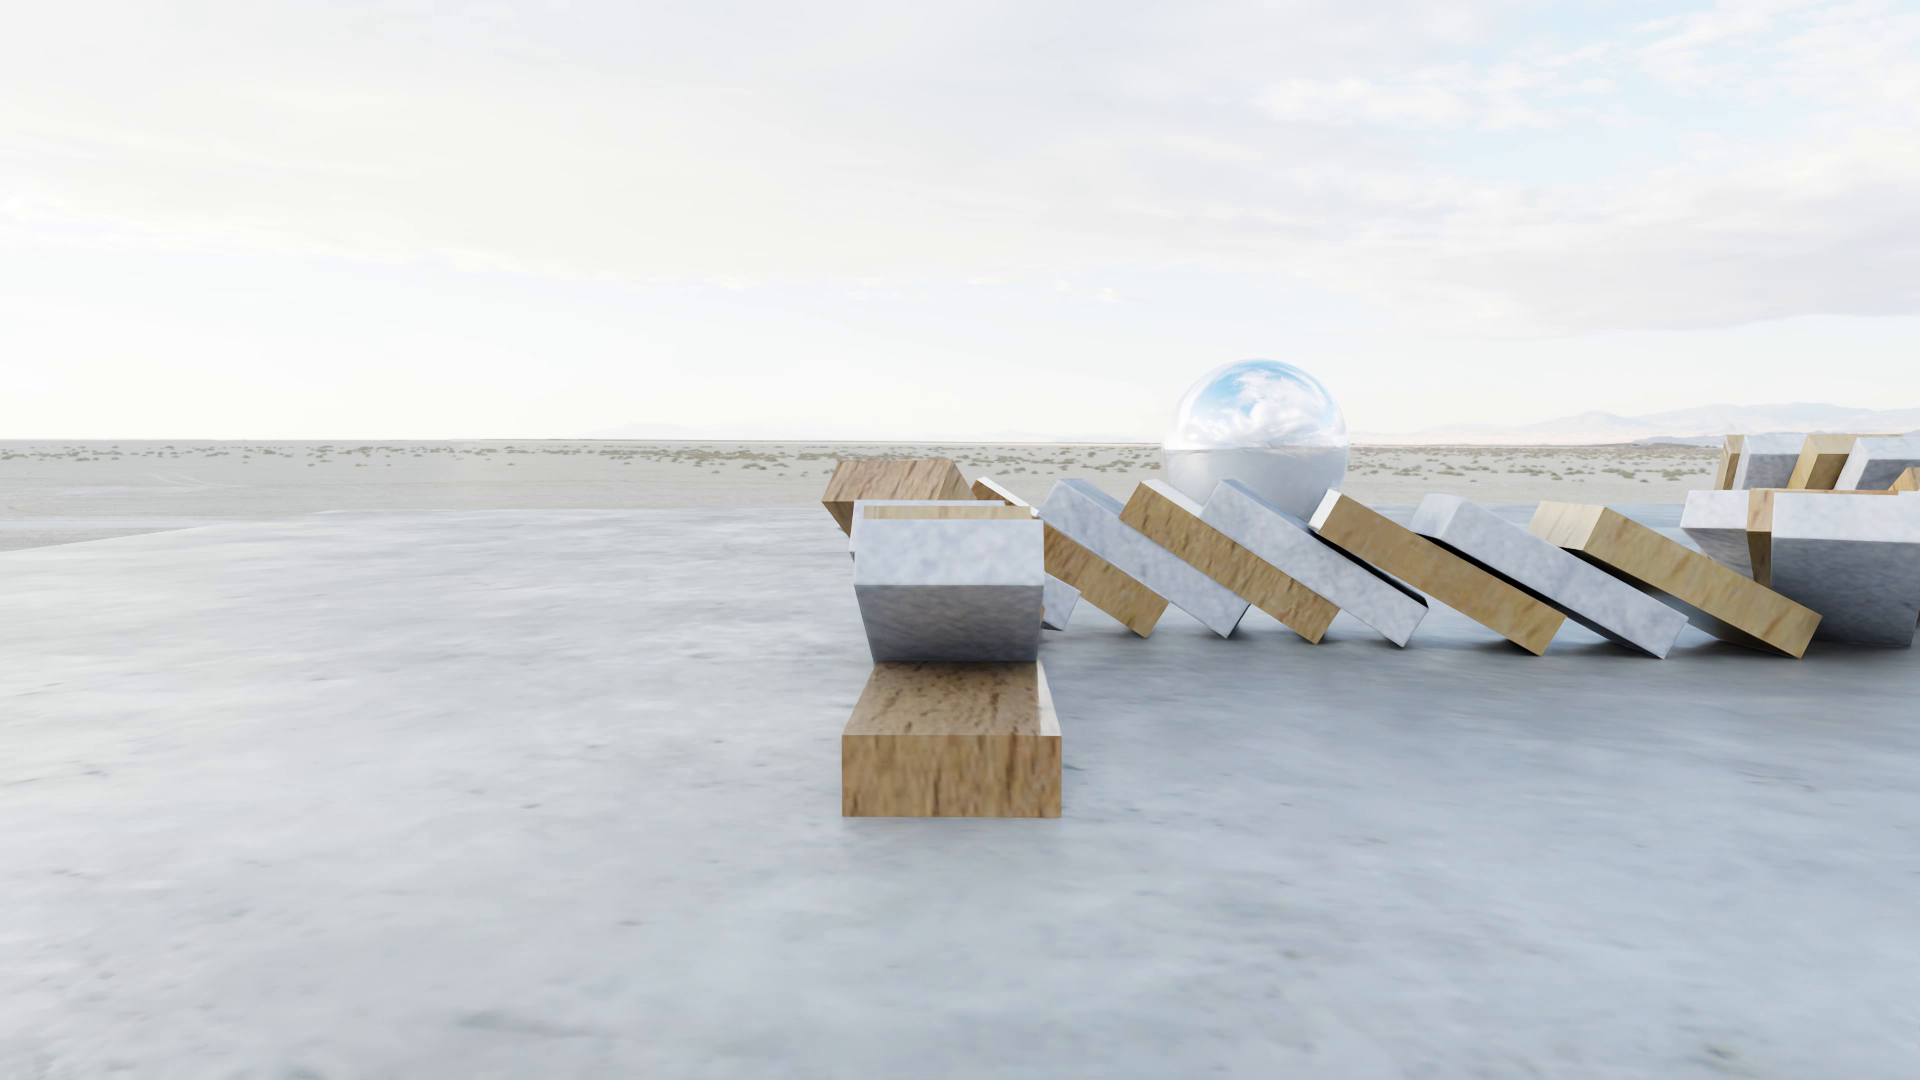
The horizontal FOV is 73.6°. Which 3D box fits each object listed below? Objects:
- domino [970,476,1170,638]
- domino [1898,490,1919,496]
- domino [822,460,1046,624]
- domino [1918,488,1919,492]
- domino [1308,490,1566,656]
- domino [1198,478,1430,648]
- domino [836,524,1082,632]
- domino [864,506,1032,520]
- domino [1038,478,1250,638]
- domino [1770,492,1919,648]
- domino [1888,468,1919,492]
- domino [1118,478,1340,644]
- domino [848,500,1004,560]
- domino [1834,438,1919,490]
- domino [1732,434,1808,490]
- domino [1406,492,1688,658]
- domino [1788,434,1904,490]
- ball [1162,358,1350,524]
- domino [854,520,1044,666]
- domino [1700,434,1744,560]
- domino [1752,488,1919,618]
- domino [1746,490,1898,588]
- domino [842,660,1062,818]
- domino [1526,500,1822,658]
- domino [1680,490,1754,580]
[{"bbox_3d":[0.023,0.003,0.294,0.050,0.010,0.025,33,6,2],"label":"domino"},{"bbox_3d":[0.237,0.003,0.313,0.050,0.010,0.025,32,-18,-38],"label":"domino"},{"bbox_3d":[-0.004,0.004,0.255,0.025,0.010,0.050,1,-35,29],"label":"domino"},{"bbox_3d":[0.265,-0.001,0.343,0.025,0.009,0.050,1,-30,13],"label":"domino"},{"bbox_3d":[0.099,0.006,0.271,0.050,0.009,0.025,30,9,7],"label":"domino"},{"bbox_3d":[0.077,0.004,0.282,0.050,0.010,0.025,34,13,13],"label":"domino"},{"bbox_3d":[-0.001,0.004,0.281,0.050,0.010,0.025,28,-9,-14],"label":"domino"},{"bbox_3d":[-0.001,0.010,0.212,0.025,0.009,0.050,0,-26,2],"label":"domino"},{"bbox_3d":[0.044,0.003,0.295,0.050,0.010,0.025,34,12,13],"label":"domino"},{"bbox_3d":[0.178,0.007,0.258,0.025,0.010,0.050,3,-24,33],"label":"domino"},{"bbox_3d":[0.269,-0.003,0.360,0.025,0.010,0.050,1,-30,11],"label":"domino"},{"bbox_3d":[0.061,0.004,0.288,0.050,0.010,0.025,34,13,12],"label":"domino"},{"bbox_3d":[-0.003,0.009,0.233,0.025,0.009,0.050,1,-26,8],"label":"domino"},{"bbox_3d":[0.270,-0.008,0.377,0.025,0.050,0.010,1,45,11],"label":"domino"},{"bbox_3d":[0.259,-0.011,0.406,0.025,0.050,0.010,1,42,19],"label":"domino"},{"bbox_3d":[0.120,0.007,0.266,0.050,0.009,0.025,29,6,2],"label":"domino"},{"bbox_3d":[0.266,-0.009,0.391,0.025,0.050,0.010,1,42,11],"label":"domino"},{"bbox_3d":[0.130,-0.040,0.565,0.080,0.080,0.080,0,4,0],"label":"ball"},{"bbox_3d":[-0.001,0.012,0.193,0.025,0.010,0.050,0,-24,1],"label":"domino"},{"bbox_3d":[0.260,-0.012,0.418,0.025,0.050,0.010,1,42,19],"label":"domino"},{"bbox_3d":[0.213,0.003,0.308,0.050,0.009,0.025,30,-12,-29],"label":"domino"},{"bbox_3d":[0.186,0.005,0.276,0.025,0.009,0.050,2,-25,36],"label":"domino"},{"bbox_3d":[-0.001,0.025,0.171,0.025,0.010,0.050,0,4,1],"label":"domino"},{"bbox_3d":[0.146,0.008,0.265,0.050,0.009,0.025,26,3,-4],"label":"domino"},{"bbox_3d":[0.193,0.004,0.299,0.050,0.009,0.025,30,-16,-32],"label":"domino"}]
